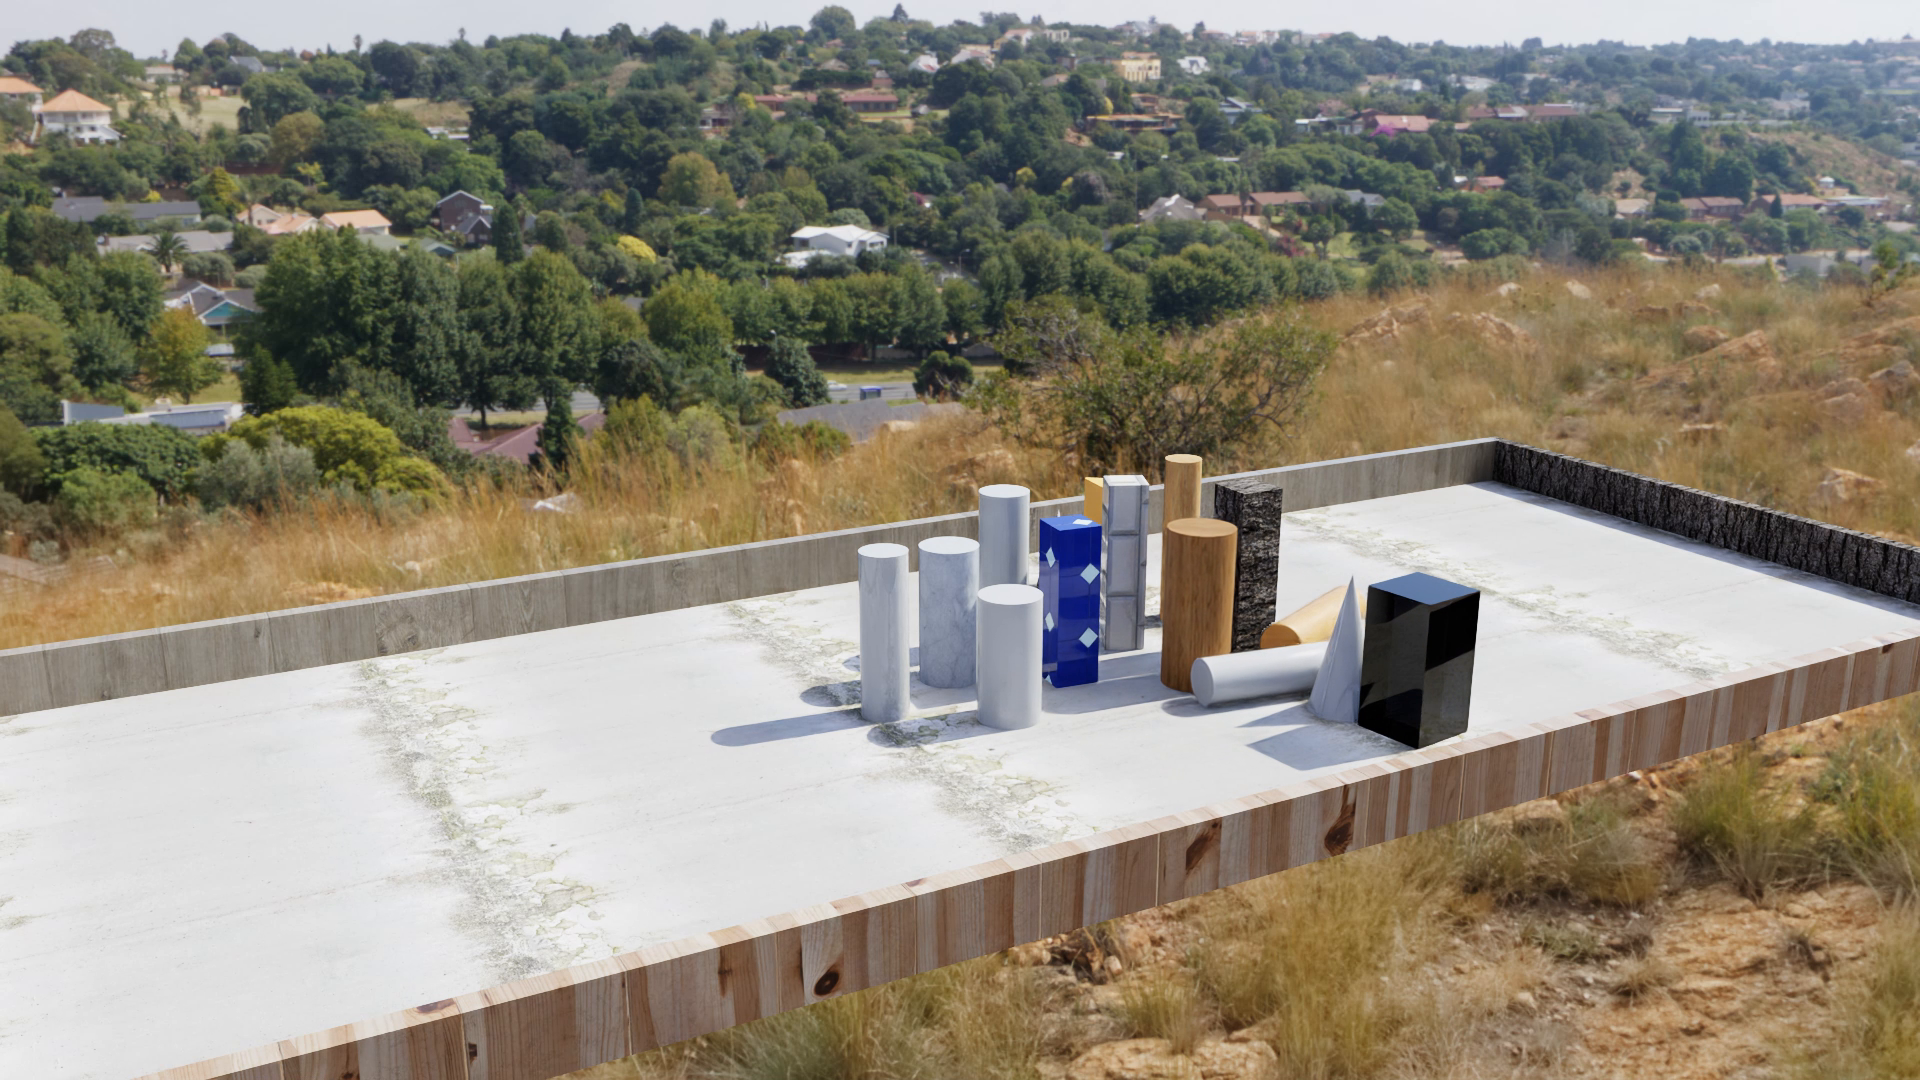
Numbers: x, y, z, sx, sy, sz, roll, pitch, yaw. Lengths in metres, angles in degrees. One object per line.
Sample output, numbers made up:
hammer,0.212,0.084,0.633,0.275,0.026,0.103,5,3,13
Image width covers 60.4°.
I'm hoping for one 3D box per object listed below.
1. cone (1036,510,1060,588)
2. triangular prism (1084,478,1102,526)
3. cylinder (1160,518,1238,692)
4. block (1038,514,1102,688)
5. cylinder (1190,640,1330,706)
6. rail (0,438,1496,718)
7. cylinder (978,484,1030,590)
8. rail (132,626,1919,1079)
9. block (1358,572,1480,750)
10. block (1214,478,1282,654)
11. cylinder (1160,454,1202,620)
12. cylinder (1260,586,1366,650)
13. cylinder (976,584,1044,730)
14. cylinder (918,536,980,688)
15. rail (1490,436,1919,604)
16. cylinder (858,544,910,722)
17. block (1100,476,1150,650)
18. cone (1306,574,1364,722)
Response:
cone,0.272,0.062,4.595,0.165,0.309,0.165,0,16,0
triangular prism,0.424,-0.023,4.882,0.134,0.311,0.154,13,21,36
cylinder,0.592,0.161,4.094,0.171,0.400,0.171,0,16,0
block,0.272,0.152,4.113,0.114,0.408,0.114,-7,18,-21
cylinder,0.796,0.322,4.055,0.451,0.117,0.117,-6,17,-19
rail,-3.305,0.497,3.399,12.000,0.150,0.050,-9,18,-27
cylinder,0.115,0.075,4.349,0.133,0.423,0.133,0,16,0
rail,-2.336,1.006,1.665,12.000,0.150,0.050,-9,18,-27
block,1.057,0.275,3.807,0.176,0.346,0.176,-12,20,-34
block,0.744,0.075,4.309,0.123,0.446,0.123,-8,18,-27
cylinder,0.608,-0.002,4.548,0.100,0.458,0.100,0,16,0
cylinder,0.944,0.227,4.378,0.117,0.117,0.409,12,20,35
cylinder,0.117,0.274,3.876,0.154,0.308,0.154,0,16,0
cylinder,-0.027,0.180,4.120,0.151,0.350,0.151,0,16,0
rail,2.466,-0.048,5.253,0.050,0.150,2.100,-9,18,-27
cylinder,-0.178,0.219,3.887,0.118,0.407,0.118,0,16,0
block,0.431,0.060,4.353,0.104,0.449,0.104,-1,16,-4
cone,0.922,0.242,3.921,0.172,0.343,0.172,0,16,0
